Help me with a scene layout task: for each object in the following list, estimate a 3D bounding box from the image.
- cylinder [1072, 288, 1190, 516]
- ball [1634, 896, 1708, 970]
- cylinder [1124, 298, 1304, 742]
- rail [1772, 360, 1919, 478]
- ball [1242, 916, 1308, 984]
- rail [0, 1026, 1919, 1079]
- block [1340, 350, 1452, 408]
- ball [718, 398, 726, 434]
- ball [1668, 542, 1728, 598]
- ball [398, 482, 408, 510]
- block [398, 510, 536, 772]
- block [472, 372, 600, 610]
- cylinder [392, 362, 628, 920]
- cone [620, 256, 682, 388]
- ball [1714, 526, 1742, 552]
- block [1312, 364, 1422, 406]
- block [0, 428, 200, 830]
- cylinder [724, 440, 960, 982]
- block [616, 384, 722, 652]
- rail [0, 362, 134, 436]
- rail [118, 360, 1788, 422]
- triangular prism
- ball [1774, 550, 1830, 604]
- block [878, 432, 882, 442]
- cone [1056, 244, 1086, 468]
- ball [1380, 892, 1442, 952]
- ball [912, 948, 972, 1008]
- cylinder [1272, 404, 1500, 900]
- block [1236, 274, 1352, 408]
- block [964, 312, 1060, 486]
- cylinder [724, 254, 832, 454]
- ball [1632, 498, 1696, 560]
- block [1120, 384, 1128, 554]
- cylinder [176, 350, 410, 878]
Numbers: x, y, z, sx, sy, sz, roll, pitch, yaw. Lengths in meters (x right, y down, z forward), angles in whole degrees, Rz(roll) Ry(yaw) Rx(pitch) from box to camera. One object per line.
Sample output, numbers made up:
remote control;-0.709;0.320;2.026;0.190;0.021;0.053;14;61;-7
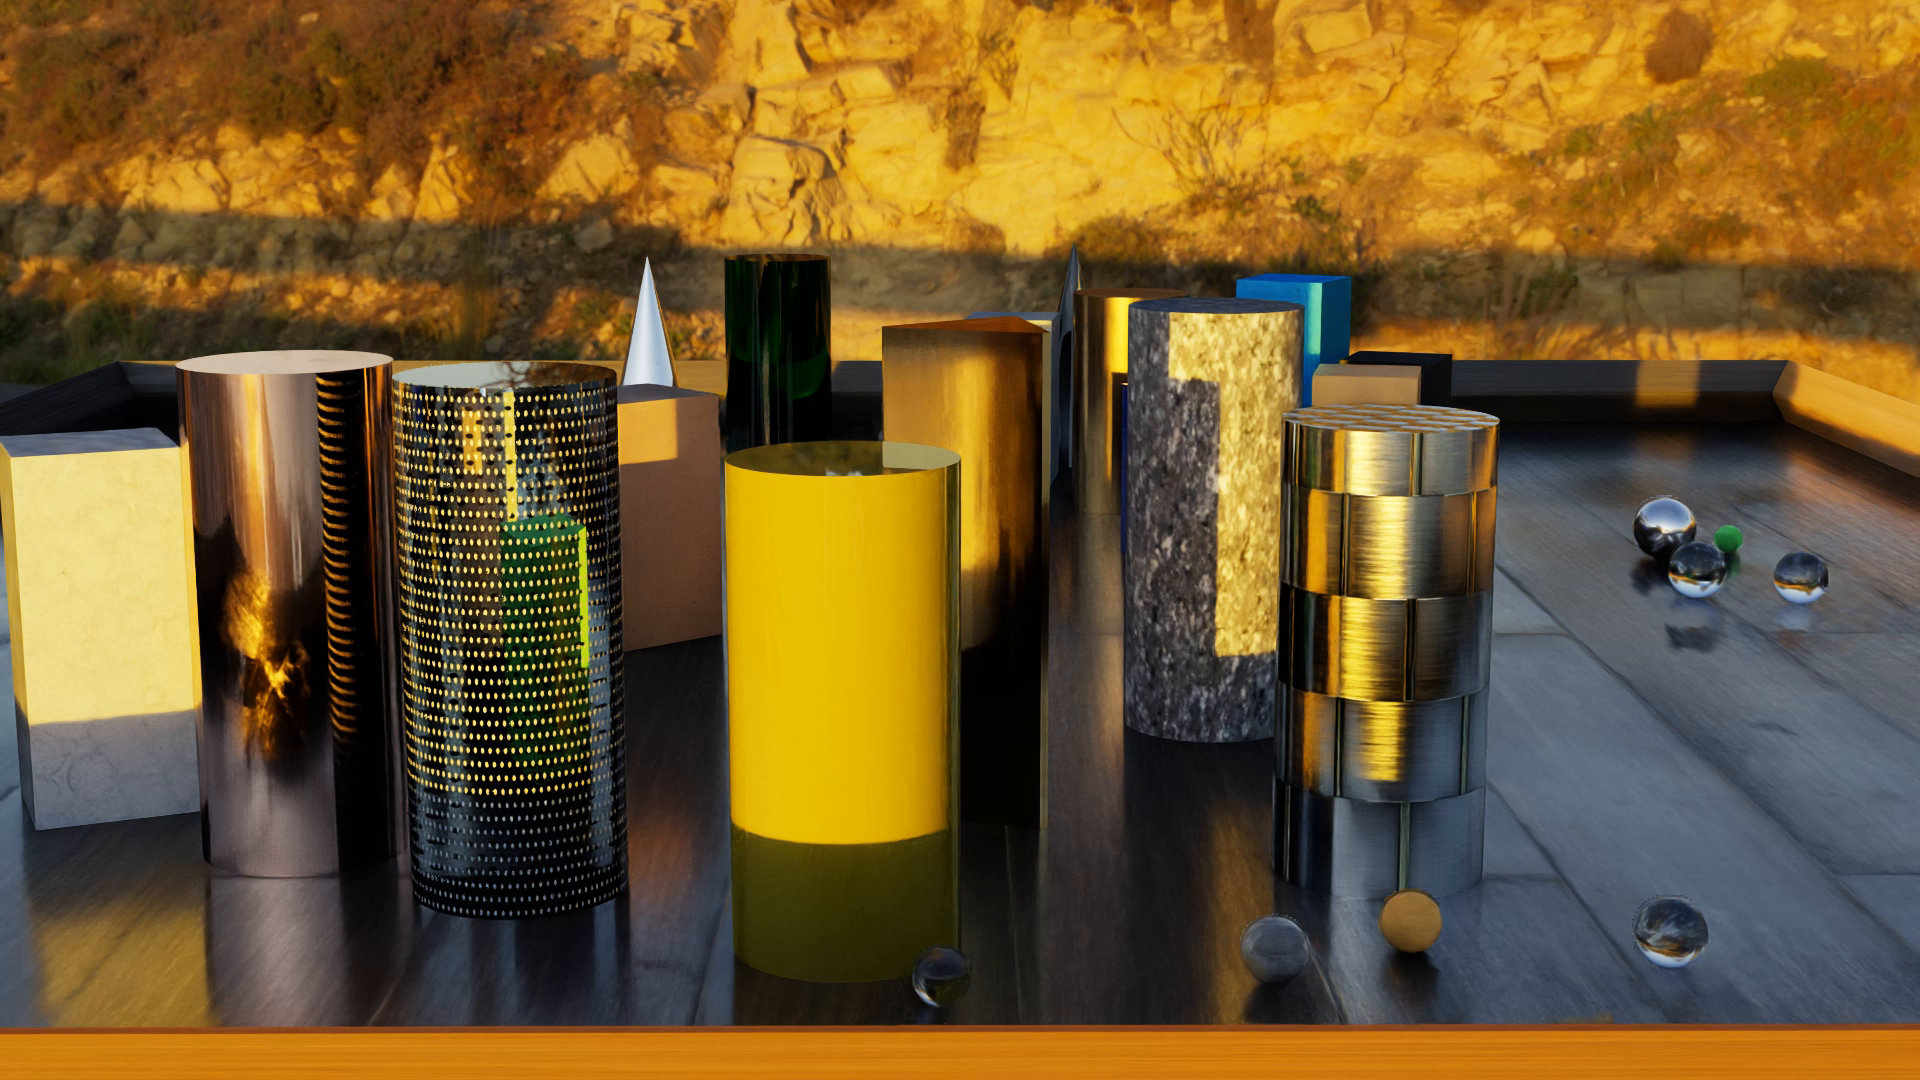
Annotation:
cylinder;0.282;-0.231;4.237;0.192;0.355;0.192;0;11;0
ball;0.579;0.320;2.088;0.059;0.059;0.059;0;11;0
cylinder;0.279;-0.027;2.837;0.192;0.466;0.192;0;11;0
rail;1.689;0.030;3.459;0.045;0.125;3.695;0;11;0
ball;0.252;0.329;2.055;0.054;0.054;0.054;0;11;0
rail;0.011;0.366;1.656;3.425;0.125;0.045;0;11;0
block;0.712;-0.173;4.205;0.153;0.254;0.153;4;11;21
ball;-0.408;-0.231;4.787;0.090;0.090;0.090;0;11;0
ball;1.014;0.041;3.530;0.079;0.079;0.079;0;11;0
ball;-0.924;-0.065;4.112;0.074;0.074;0.074;0;11;0
block;-0.553;0.104;2.734;0.153;0.247;0.153;1;11;8
block;-0.573;-0.068;3.503;0.153;0.304;0.153;-1;11;-3
cylinder;-0.394;0.083;2.261;0.192;0.461;0.192;0;11;0
cone;-0.532;-0.285;4.400;0.192;0.403;0.192;0;11;0
ball;1.157;-0.001;3.861;0.041;0.041;0.041;0;11;0
block;0.610;-0.120;3.864;0.153;0.273;0.153;2;11;12
block;-0.851;0.083;2.533;0.153;0.362;0.153;-5;12;-25
cylinder;-0.095;0.136;2.114;0.192;0.411;0.192;0;11;0
block;-0.415;-0.033;3.293;0.153;0.312;0.153;-9;14;-41
rail;-1.689;0.034;3.440;0.045;0.125;3.695;0;11;0
rail;-0.011;-0.301;5.242;3.425;0.125;0.045;0;11;0
triangular prism;0.028;0.025;2.524;0.166;0.479;0.144;4;11;20
ball;1.145;0.051;3.493;0.073;0.073;0.073;0;11;0
block;-0.027;0.000;3.264;0.153;0.257;0.153;0;11;1
cone;0.209;-0.350;4.738;0.192;0.406;0.192;0;11;0
ball;0.374;0.317;2.127;0.050;0.050;0.050;0;11;0
ball;-0.014;0.342;2.004;0.046;0.046;0.046;0;11;0
cylinder;0.382;0.096;2.315;0.192;0.416;0.192;0;11;0
block;0.576;-0.274;4.453;0.153;0.361;0.153;5;12;27
block;0.092;-0.252;4.535;0.153;0.288;0.153;1;11;7
cylinder;-0.329;-0.321;4.651;0.192;0.381;0.192;0;11;0
ball;1.047;-0.017;3.811;0.091;0.091;0.091;0;11;0
block;0.340;-0.099;3.804;0.153;0.255;0.153;-4;11;-18
cylinder;-0.614;0.063;2.376;0.192;0.458;0.192;0;11;0
